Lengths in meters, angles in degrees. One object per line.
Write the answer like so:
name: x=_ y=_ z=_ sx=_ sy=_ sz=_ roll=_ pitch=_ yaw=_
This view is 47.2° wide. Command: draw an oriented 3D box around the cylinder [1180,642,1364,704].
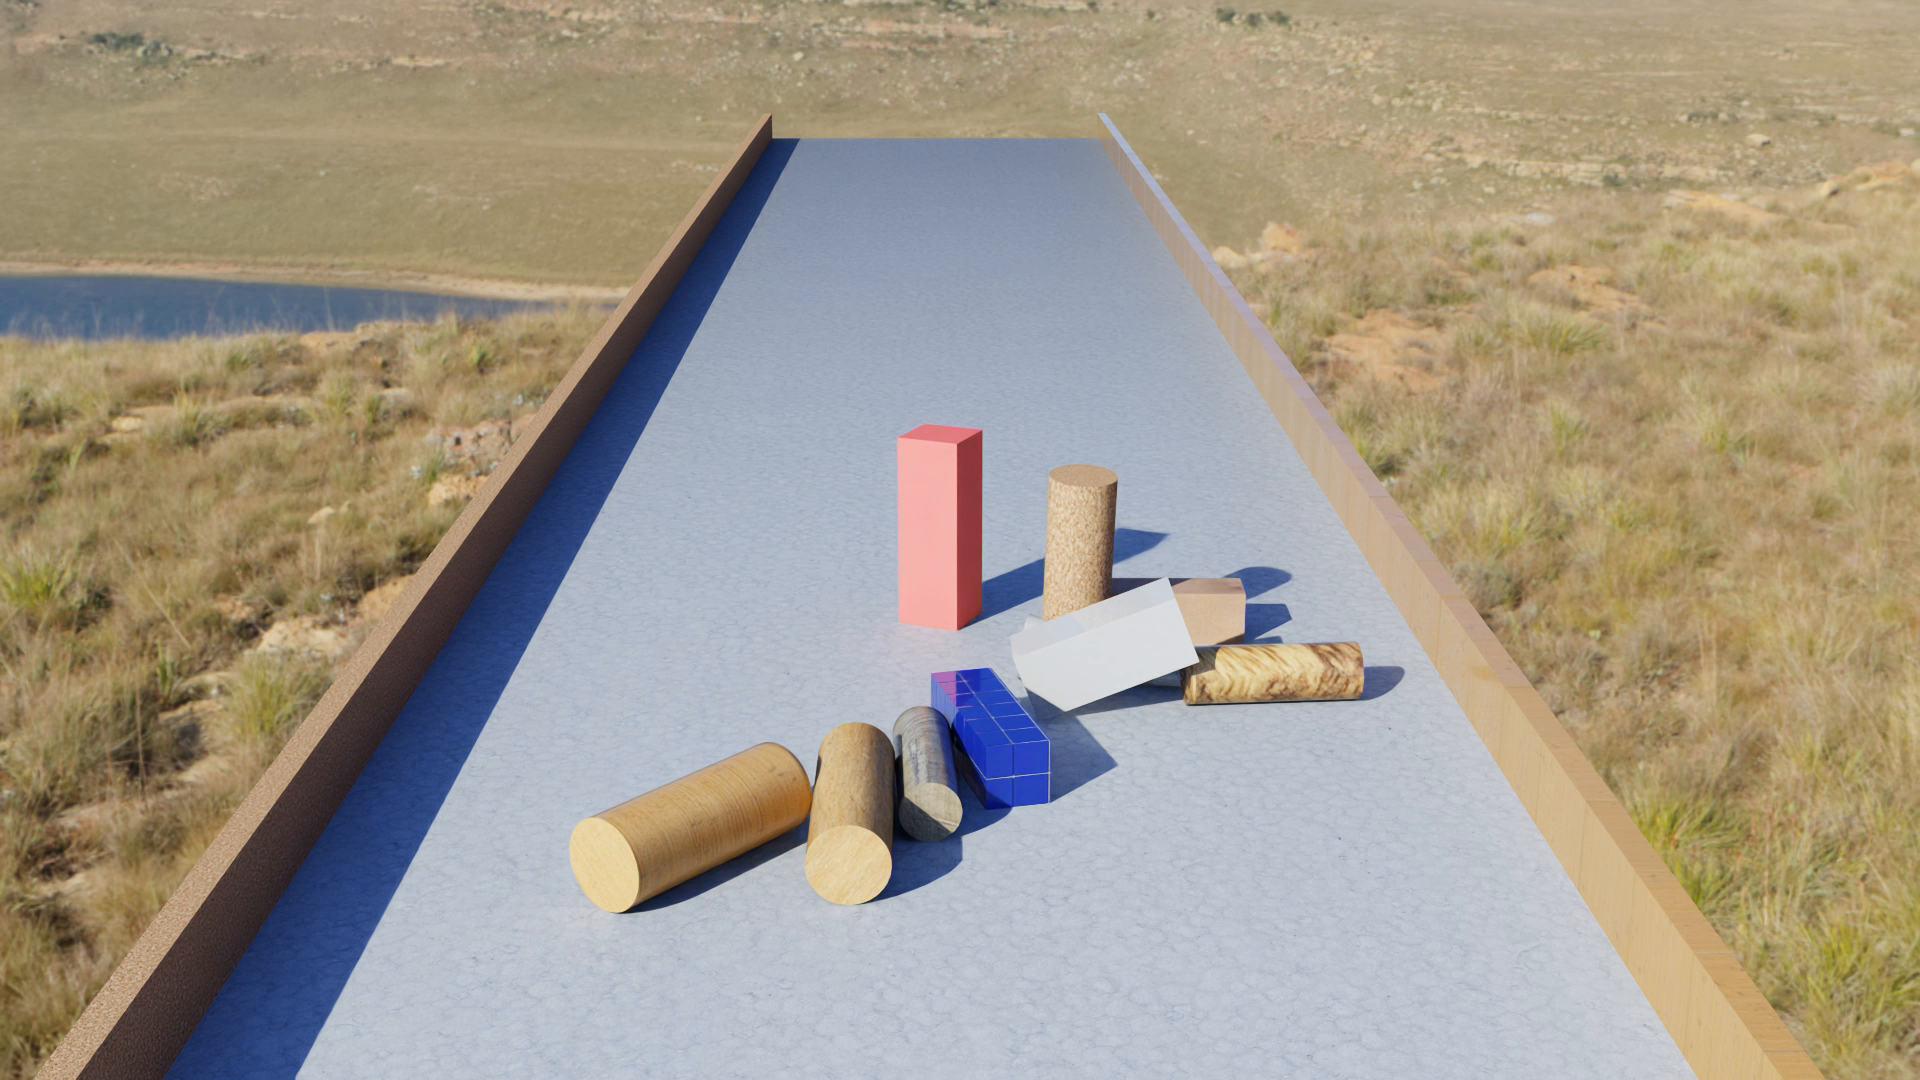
cylinder: x=0.592 y=0.253 z=4.184 sx=0.331 sy=0.110 sz=0.110 roll=-1 pitch=17 yaw=-5

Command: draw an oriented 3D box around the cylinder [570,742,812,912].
cylinder: x=-0.418 y=0.447 z=3.461 sx=0.151 sy=0.151 sz=0.387 roll=13 pitch=21 yaw=36

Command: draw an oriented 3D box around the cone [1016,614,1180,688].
cone: x=0.334 y=0.249 z=4.278 sx=0.433 sy=0.128 sz=0.128 roll=11 pitch=18 yaw=8

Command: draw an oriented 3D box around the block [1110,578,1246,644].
block: x=0.384 y=0.146 z=4.546 sx=0.396 sy=0.108 sz=0.108 roll=0 pitch=17 yaw=1

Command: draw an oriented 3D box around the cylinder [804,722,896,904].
cylinder: x=-0.173 y=0.433 z=3.540 sx=0.132 sy=0.132 sz=0.427 roll=0 pitch=17 yaw=-1

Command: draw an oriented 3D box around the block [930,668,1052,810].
block: x=0.050 y=0.344 z=3.869 sx=0.114 sy=0.114 sz=0.373 roll=-4 pitch=17 yaw=-14

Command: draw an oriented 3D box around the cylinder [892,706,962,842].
cylinder: x=-0.058 y=0.392 z=3.729 sx=0.104 sy=0.104 sz=0.348 roll=-1 pitch=17 yaw=-3

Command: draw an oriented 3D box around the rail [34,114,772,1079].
rail: x=-1.118 y=-0.838 z=7.780 sx=0.050 sy=0.150 sz=12.000 roll=0 pitch=17 yaw=-1

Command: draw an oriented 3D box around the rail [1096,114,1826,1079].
rail: x=0.932 y=-0.844 z=7.801 sx=0.050 sy=0.150 sz=12.000 roll=0 pitch=17 yaw=-1

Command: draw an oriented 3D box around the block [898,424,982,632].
block: x=-0.041 y=-0.028 z=4.613 sx=0.133 sy=0.403 sz=0.133 roll=7 pitch=18 yaw=23

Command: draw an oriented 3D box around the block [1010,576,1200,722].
block: x=0.269 y=0.203 z=4.123 sx=0.318 sy=0.133 sz=0.133 roll=-21 pitch=16 yaw=5

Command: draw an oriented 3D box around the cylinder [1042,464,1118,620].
cylinder: x=0.235 y=0.053 z=4.360 sx=0.135 sy=0.383 sz=0.135 roll=2 pitch=21 yaw=-1
